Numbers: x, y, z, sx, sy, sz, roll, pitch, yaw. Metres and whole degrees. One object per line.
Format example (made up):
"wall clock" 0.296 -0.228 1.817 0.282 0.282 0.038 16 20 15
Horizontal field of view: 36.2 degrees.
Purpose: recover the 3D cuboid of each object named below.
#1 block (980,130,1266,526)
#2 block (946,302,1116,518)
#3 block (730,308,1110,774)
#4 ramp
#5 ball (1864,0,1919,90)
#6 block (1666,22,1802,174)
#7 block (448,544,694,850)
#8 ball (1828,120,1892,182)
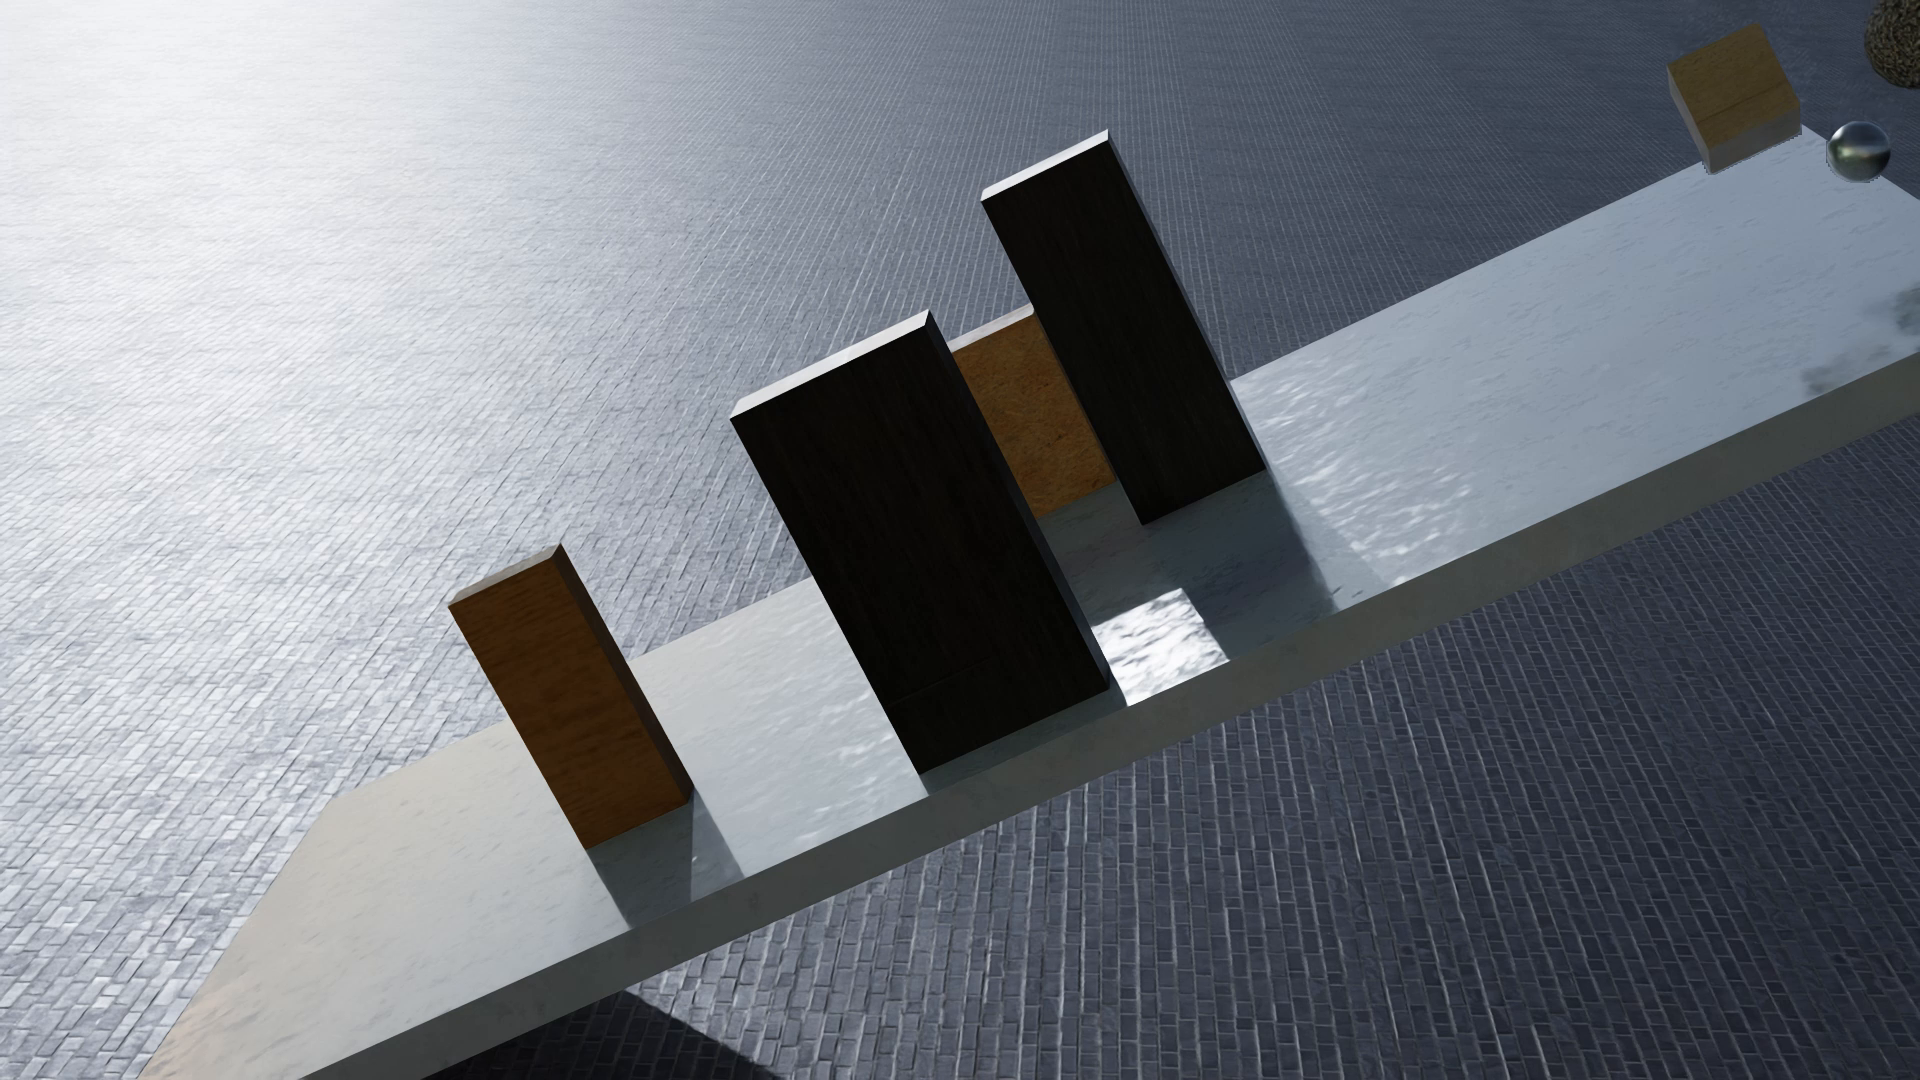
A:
"block" 0.352 -0.450 6.272 0.294 0.782 0.144 -25 14 10
"block" 0.084 -0.260 6.823 0.409 0.437 0.144 -25 14 10
"block" -0.067 0.008 5.419 0.394 0.759 0.140 -25 14 10
"ramp" 0.138 0.168 6.281 4.000 0.100 2.000 -25 14 10
"ball" 1.786 -0.937 5.483 0.191 0.191 0.191 0 16 0
"block" 1.513 -0.862 5.749 0.189 0.189 0.189 -25 -14 11
"block" -0.792 0.322 6.019 0.240 0.584 0.105 -25 14 10
"ball" 1.738 -0.751 5.685 0.117 0.117 0.117 0 16 0
